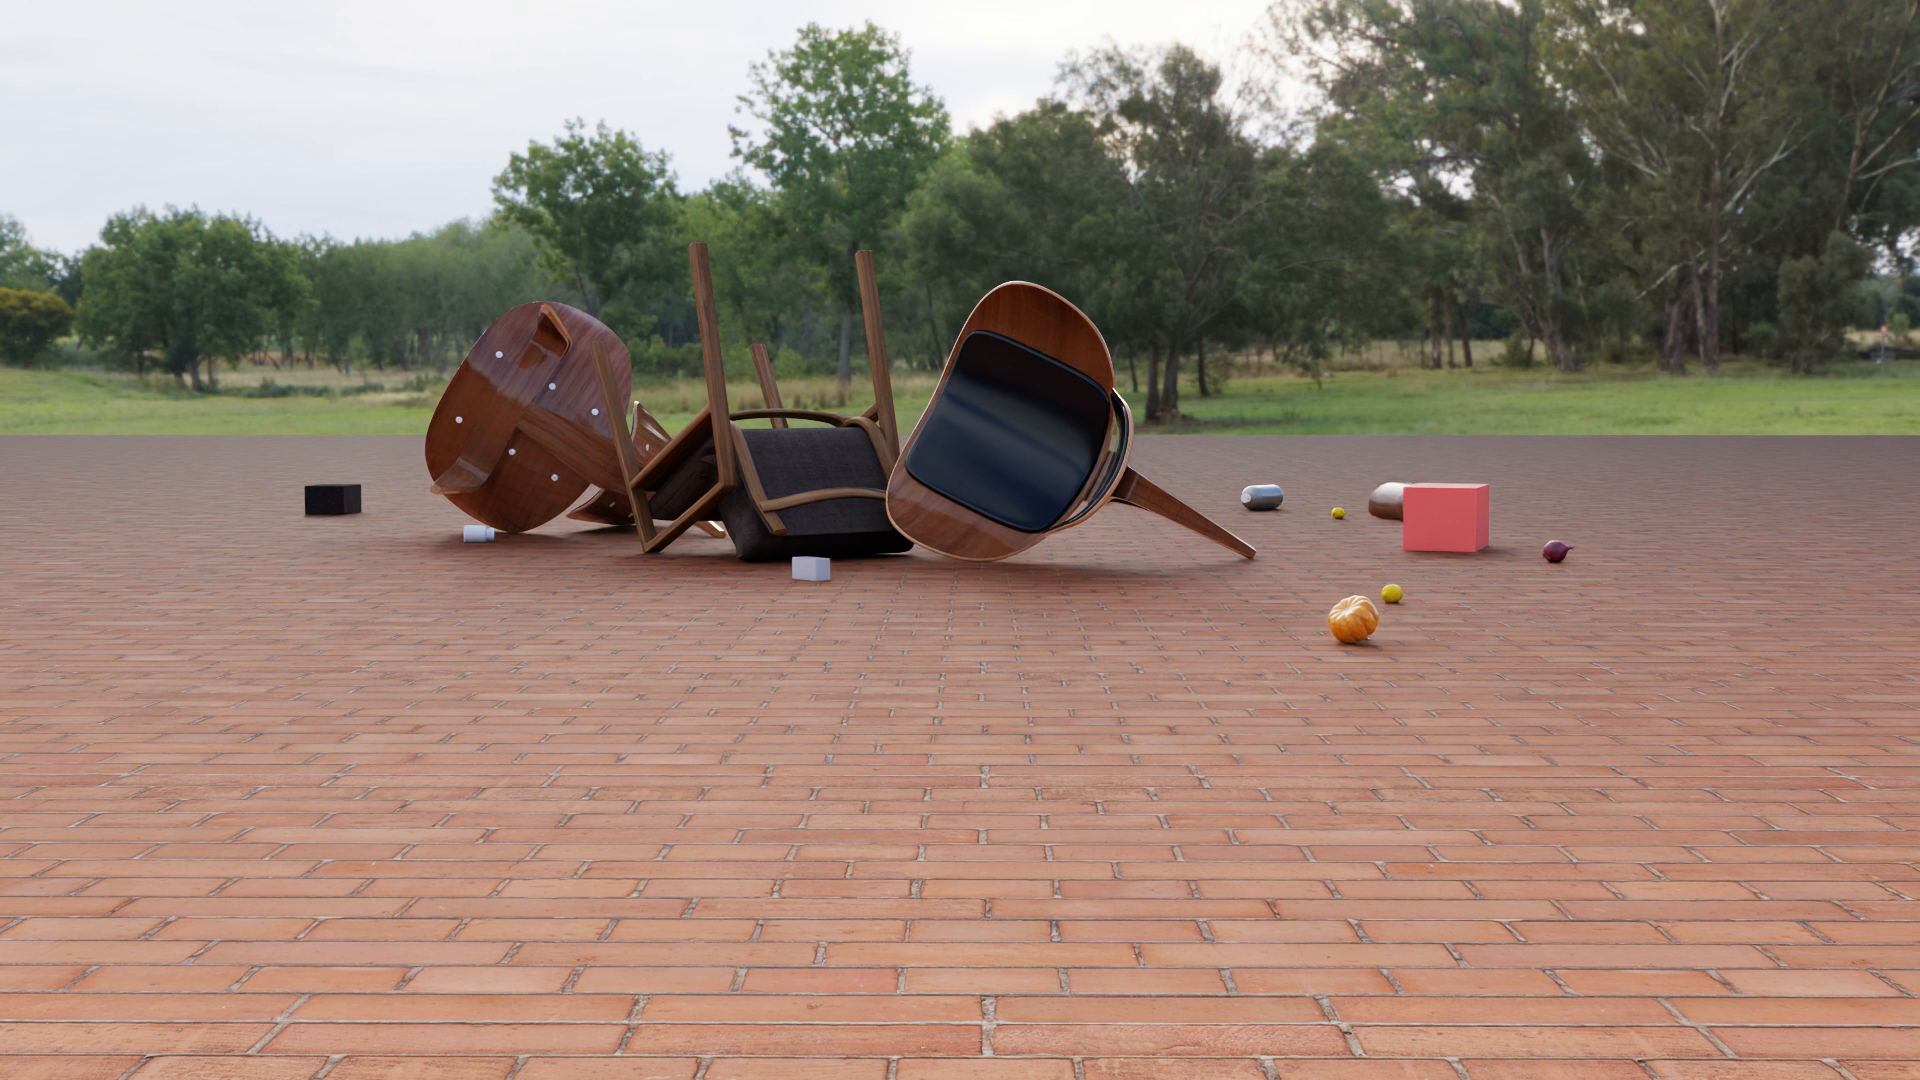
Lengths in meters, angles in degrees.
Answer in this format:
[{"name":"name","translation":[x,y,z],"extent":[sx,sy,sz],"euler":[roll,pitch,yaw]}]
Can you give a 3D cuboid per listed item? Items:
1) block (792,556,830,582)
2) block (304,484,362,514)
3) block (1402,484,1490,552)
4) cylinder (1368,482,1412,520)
[{"name":"block","translation":[-0.352,0.067,5.191],"extent":[0.043,0.051,0.090],"euler":[-4,5,-42]},{"name":"block","translation":[-2.266,-0.147,7.952],"extent":[0.144,0.102,0.172],"euler":[0,4,5]},{"name":"block","translation":[1.377,-0.066,6.222],"extent":[0.199,0.176,0.276],"euler":[1,4,21]},{"name":"cylinder","translation":[1.542,-0.133,7.588],"extent":[0.163,0.112,0.225],"euler":[-28,16,-25]}]
